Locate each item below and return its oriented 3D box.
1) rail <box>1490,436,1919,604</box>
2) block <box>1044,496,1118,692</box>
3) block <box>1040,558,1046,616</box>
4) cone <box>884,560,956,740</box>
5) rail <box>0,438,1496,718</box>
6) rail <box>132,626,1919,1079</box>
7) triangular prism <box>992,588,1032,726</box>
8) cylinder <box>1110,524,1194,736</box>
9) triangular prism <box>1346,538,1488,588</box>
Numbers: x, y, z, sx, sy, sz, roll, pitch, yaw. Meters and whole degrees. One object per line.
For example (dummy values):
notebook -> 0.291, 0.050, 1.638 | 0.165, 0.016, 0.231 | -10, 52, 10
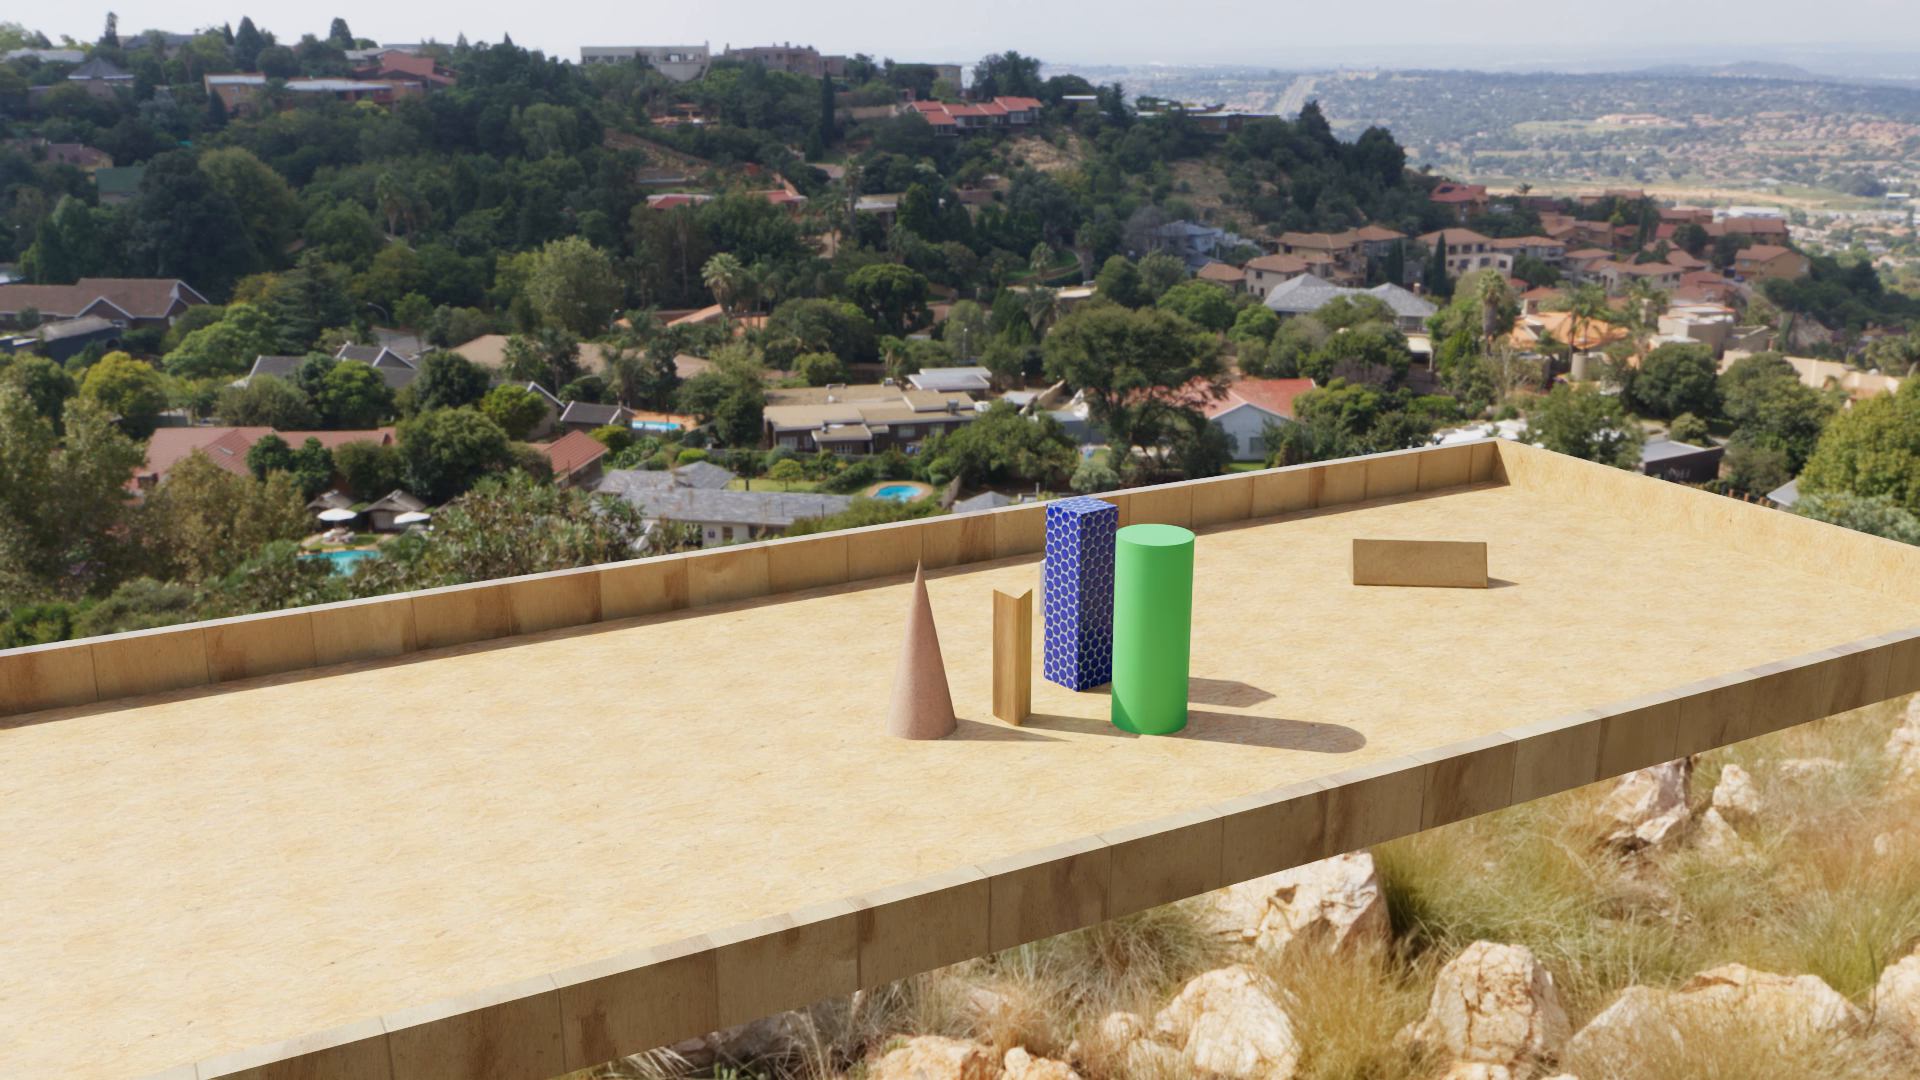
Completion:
rail -> 2.466, -0.048, 5.253 | 0.050, 0.150, 2.100 | -9, 18, -27
block -> 0.299, 0.132, 4.095 | 0.125, 0.456, 0.125 | -13, 21, -37
block -> 0.365, 0.104, 4.727 | 0.155, 0.155, 0.336 | 8, 18, 25
cone -> -0.092, 0.238, 3.812 | 0.170, 0.414, 0.170 | 0, 16, 0
rail -> -3.305, 0.497, 3.399 | 12.000, 0.150, 0.050 | -9, 18, -27
rail -> -2.336, 1.006, 1.665 | 12.000, 0.150, 0.050 | -9, 18, -27
triangular prism -> 0.137, 0.269, 3.880 | 0.079, 0.316, 0.091 | -12, 20, -35
cylinder -> 0.447, 0.207, 3.839 | 0.179, 0.457, 0.179 | 0, 16, 0
triangular prism -> 1.368, 0.058, 4.931 | 0.391, 0.122, 0.140 | 1, 16, 5
